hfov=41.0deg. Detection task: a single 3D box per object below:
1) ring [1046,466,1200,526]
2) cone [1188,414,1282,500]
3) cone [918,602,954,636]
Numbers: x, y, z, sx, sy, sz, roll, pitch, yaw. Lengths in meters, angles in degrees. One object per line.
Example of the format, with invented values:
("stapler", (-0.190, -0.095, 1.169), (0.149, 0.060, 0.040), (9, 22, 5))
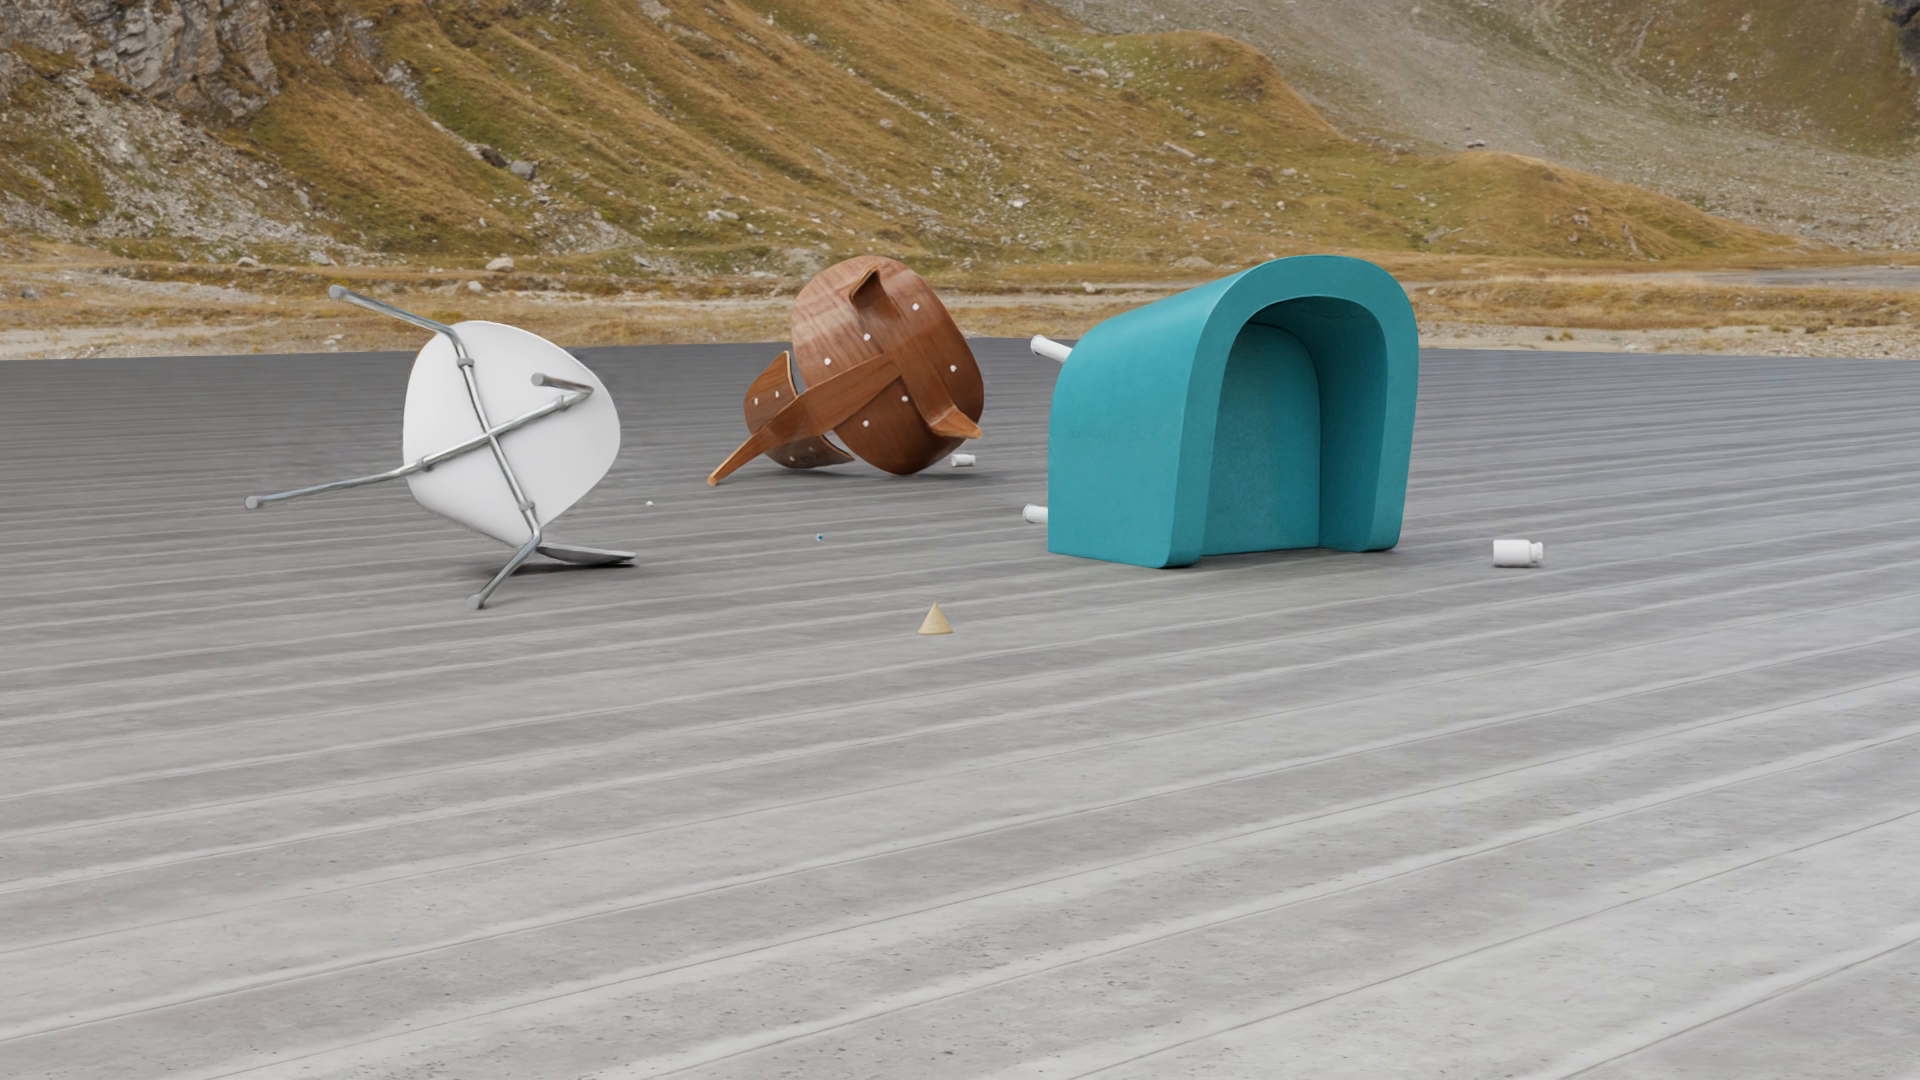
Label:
("ring", (0.440, -0.122, 6.923), (0.375, 0.113, 0.463), (-10, 14, -36))
("cone", (0.852, -0.192, 7.681), (0.273, 0.314, 0.219), (-34, -36, 1))
("cone", (-0.046, 0.143, 4.737), (0.074, 0.060, 0.042), (-3, 7, -26))
